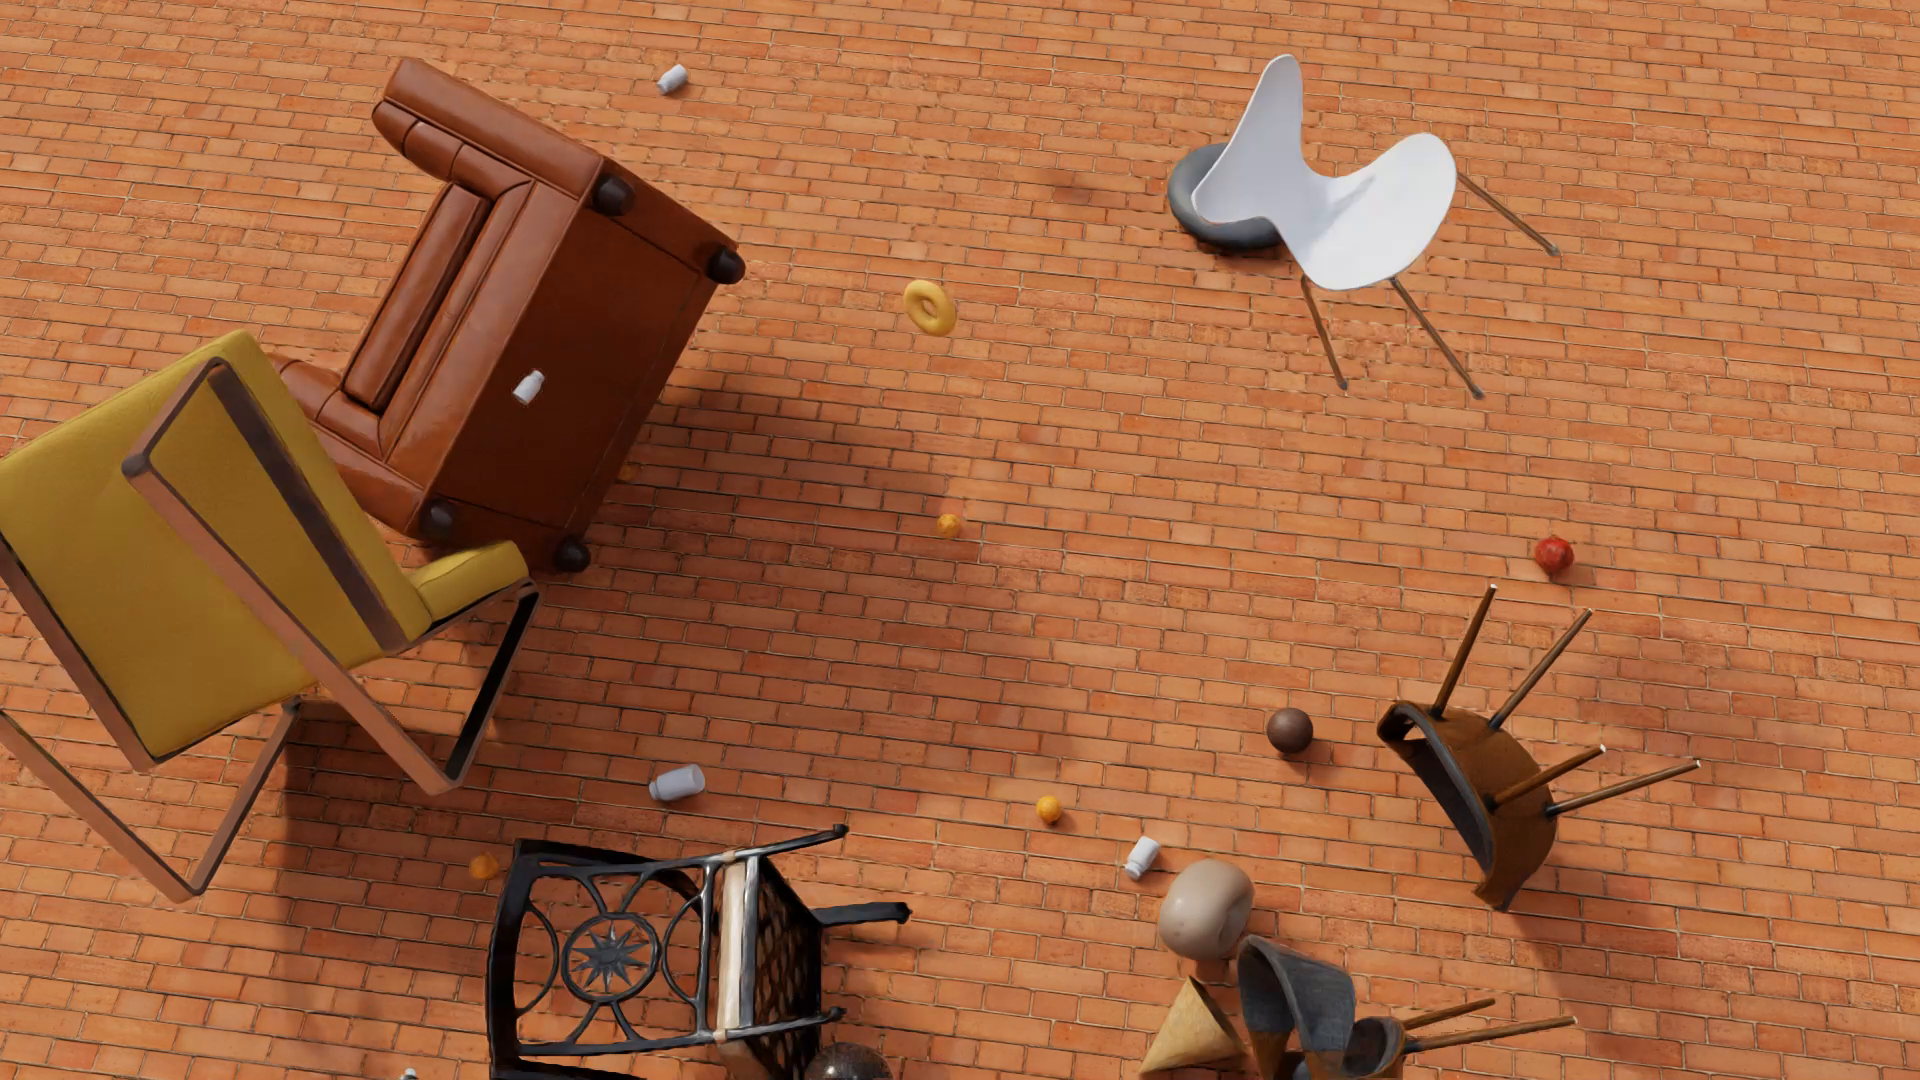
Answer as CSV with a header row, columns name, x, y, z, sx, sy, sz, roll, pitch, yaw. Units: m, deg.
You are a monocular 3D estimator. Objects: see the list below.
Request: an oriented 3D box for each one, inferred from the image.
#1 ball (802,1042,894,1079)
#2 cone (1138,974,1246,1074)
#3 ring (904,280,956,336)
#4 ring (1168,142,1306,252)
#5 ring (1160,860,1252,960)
name,x,y,z,sx,sy,sz,roll,pitch,yaw
ball,-0.244,1.202,4.803,0.209,0.209,0.209,0,56,0
cone,0.556,1.293,5.636,0.263,0.234,0.256,-38,29,4
ring,-0.091,-0.701,6.639,0.192,0.147,0.060,50,40,-5
ring,0.913,-1.136,7.268,0.452,0.108,0.483,-15,54,-12
ring,0.645,0.965,5.748,0.164,0.245,0.364,18,18,24
